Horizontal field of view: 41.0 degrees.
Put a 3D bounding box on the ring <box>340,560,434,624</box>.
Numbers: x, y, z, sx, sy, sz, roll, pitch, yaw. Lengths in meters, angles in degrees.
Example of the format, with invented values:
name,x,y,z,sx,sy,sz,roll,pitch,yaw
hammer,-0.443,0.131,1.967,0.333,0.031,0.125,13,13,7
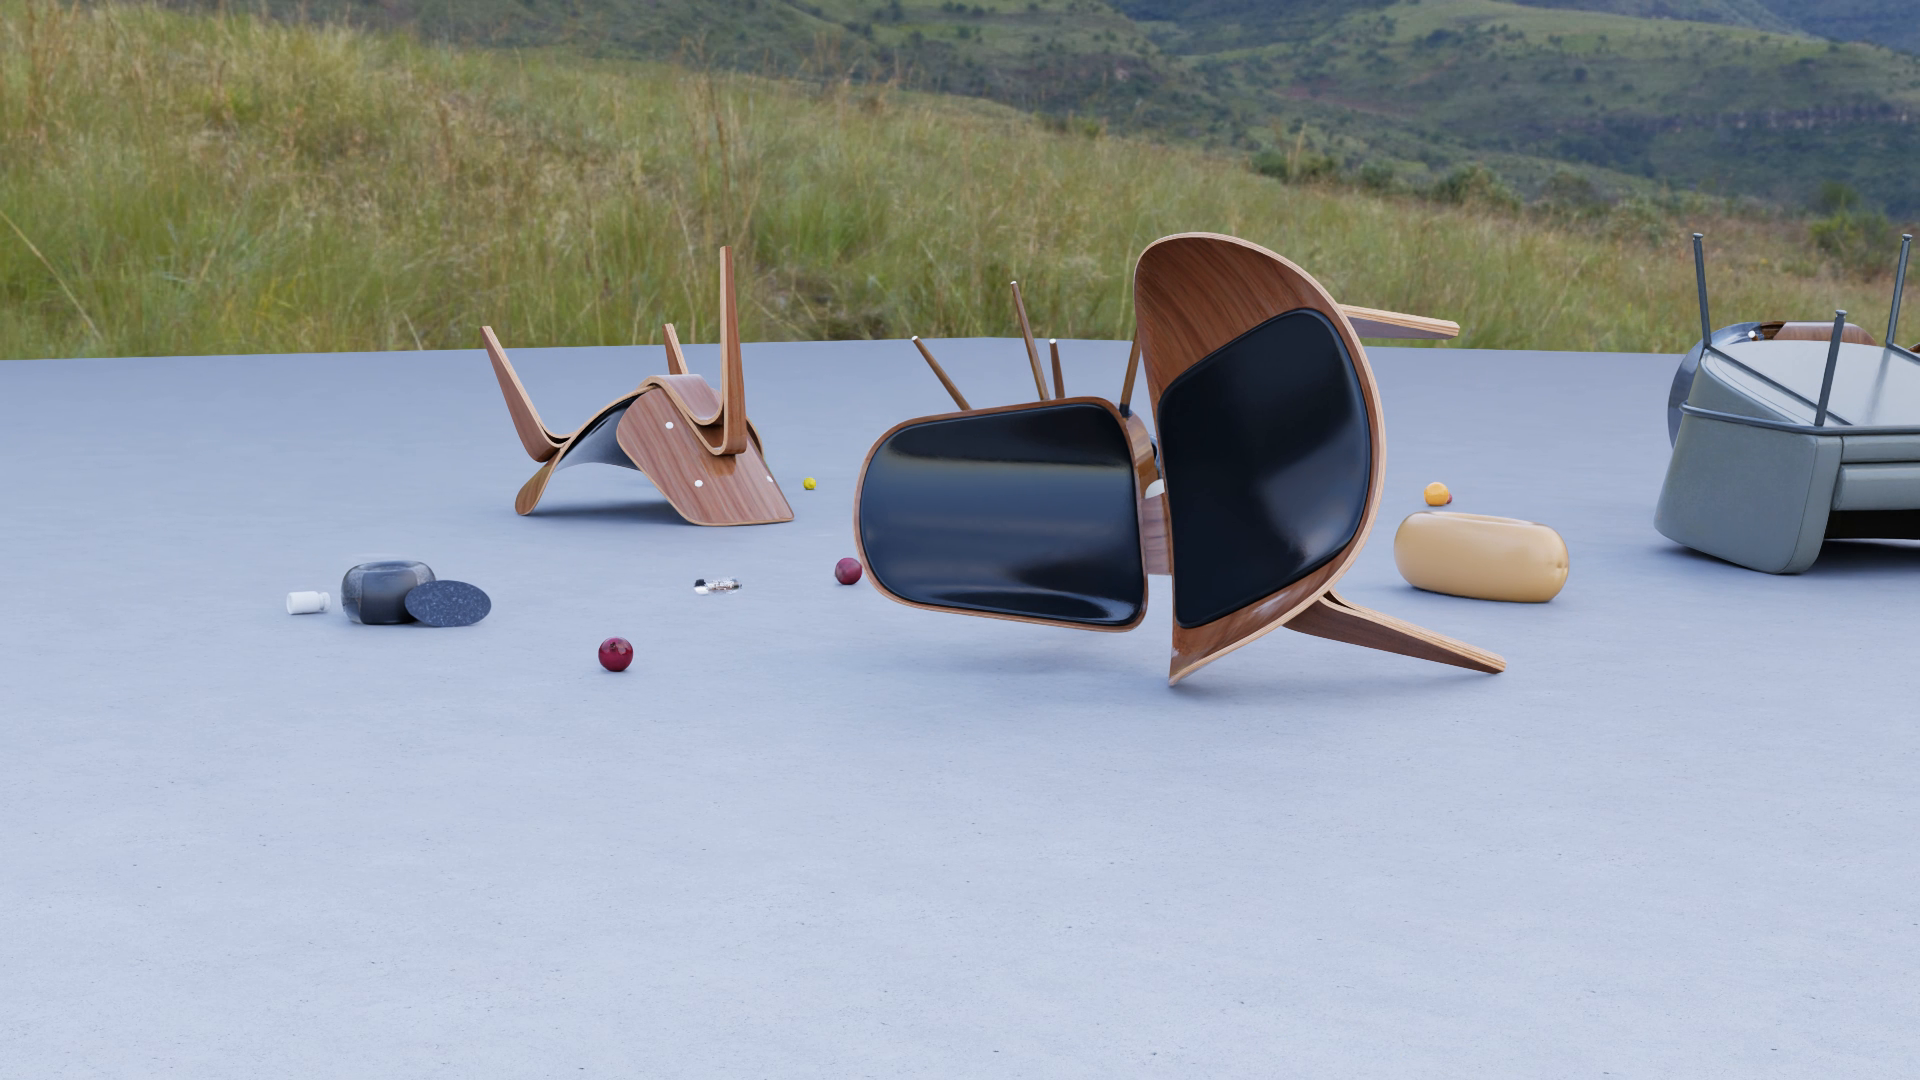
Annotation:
name,x,y,z,sx,sy,sz,roll,pitch,yaw
ring,-1.096,0.101,4.927,0.183,0.105,0.212,-2,7,-4

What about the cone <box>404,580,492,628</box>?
name,x,y,z,sx,sy,sz,roll,pitch,yaw
cone,-0.980,0.137,4.879,0.162,0.094,0.095,3,-22,-19

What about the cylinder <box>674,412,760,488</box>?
name,x,y,z,sx,sy,sz,roll,pitch,yaw
cylinder,-0.776,-0.288,8.144,0.263,0.215,0.305,-13,7,-6

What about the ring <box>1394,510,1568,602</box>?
name,x,y,z,sx,sy,sz,roll,pitch,yaw
ring,1.076,0.034,5.317,0.198,0.160,0.448,-1,7,-36

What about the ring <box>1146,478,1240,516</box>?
name,x,y,z,sx,sy,sz,roll,pitch,yaw
ring,0.646,-0.118,7.120,0.264,0.092,0.272,3,7,17
